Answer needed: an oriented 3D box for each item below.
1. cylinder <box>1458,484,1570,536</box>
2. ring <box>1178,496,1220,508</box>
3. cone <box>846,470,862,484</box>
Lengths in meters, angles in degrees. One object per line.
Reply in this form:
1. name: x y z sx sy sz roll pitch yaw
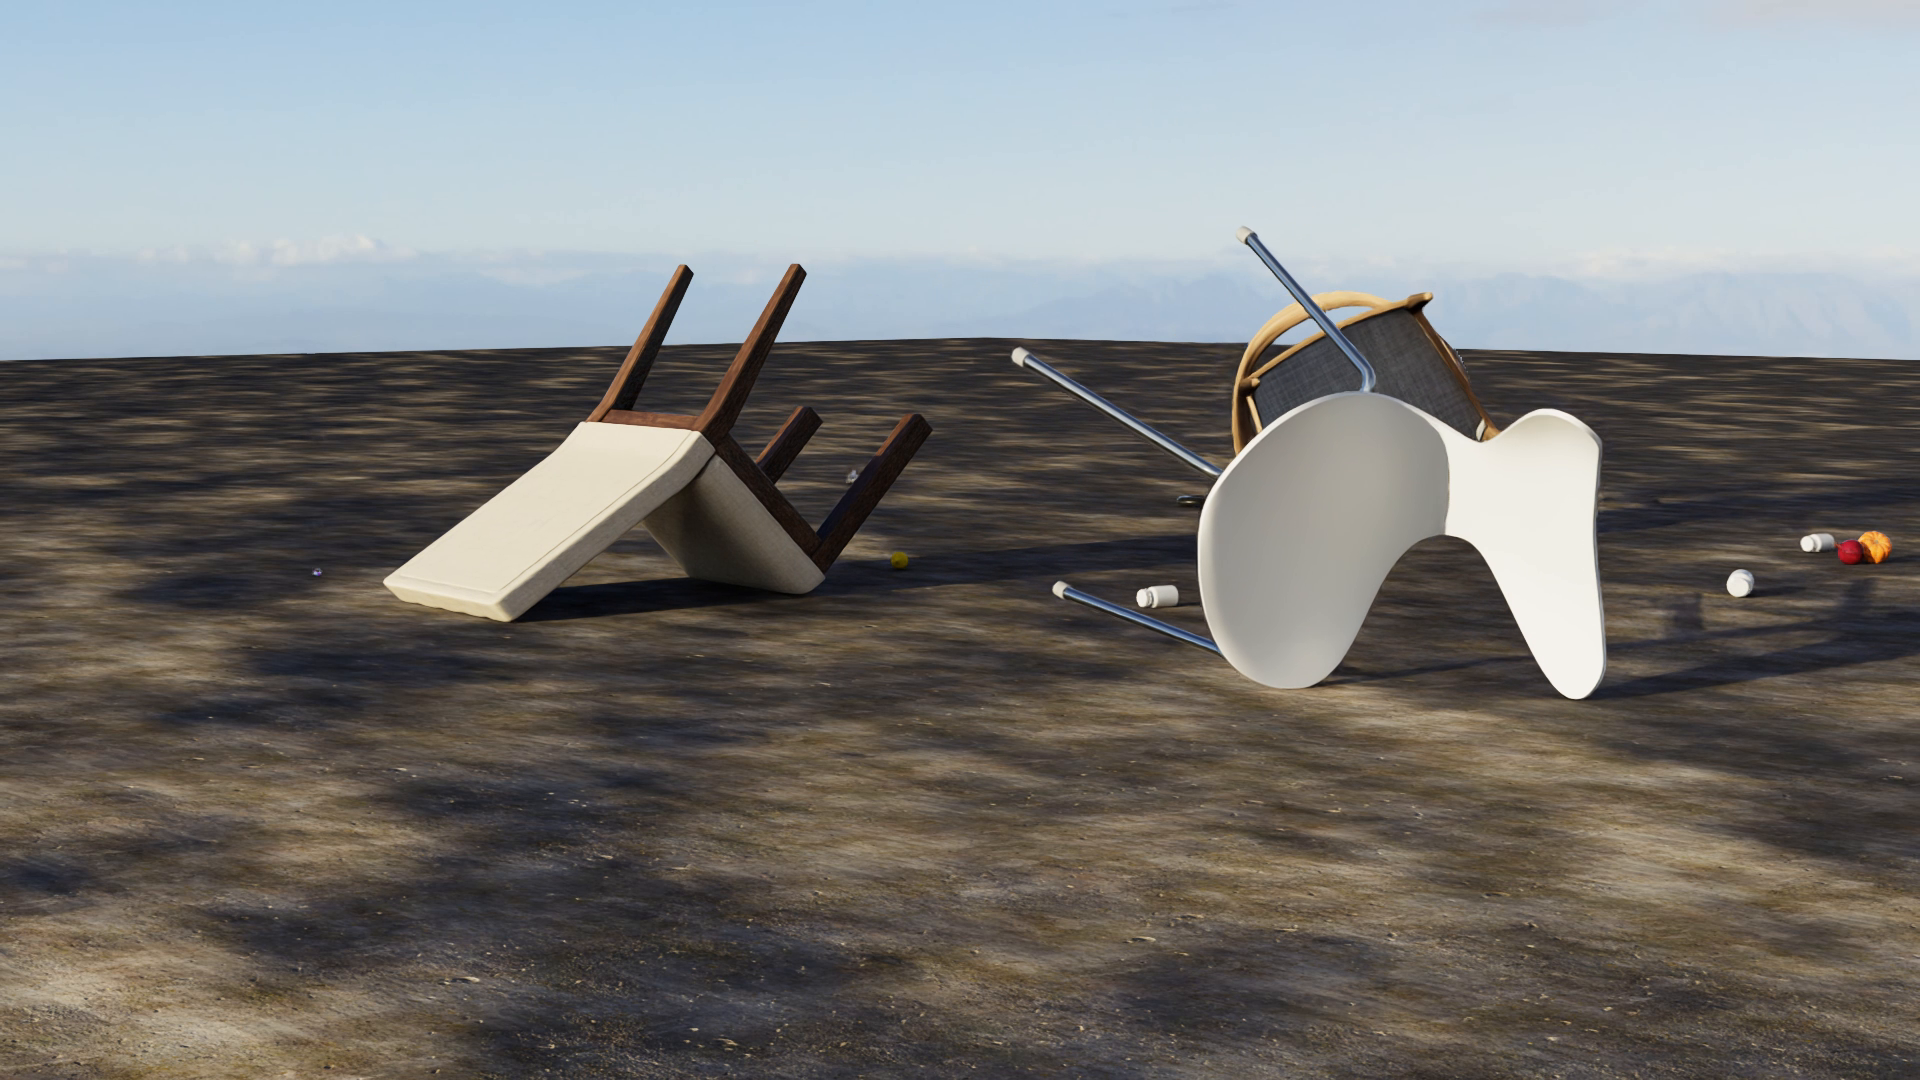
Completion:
1. cylinder: 1.416 -0.078 6.566 0.215 0.116 0.203 -1 20 -13
2. ring: 0.684 -0.111 7.360 0.125 0.028 0.121 -2 7 -21
3. cone: -0.327 -0.189 8.141 0.047 0.047 0.079 28 7 8
